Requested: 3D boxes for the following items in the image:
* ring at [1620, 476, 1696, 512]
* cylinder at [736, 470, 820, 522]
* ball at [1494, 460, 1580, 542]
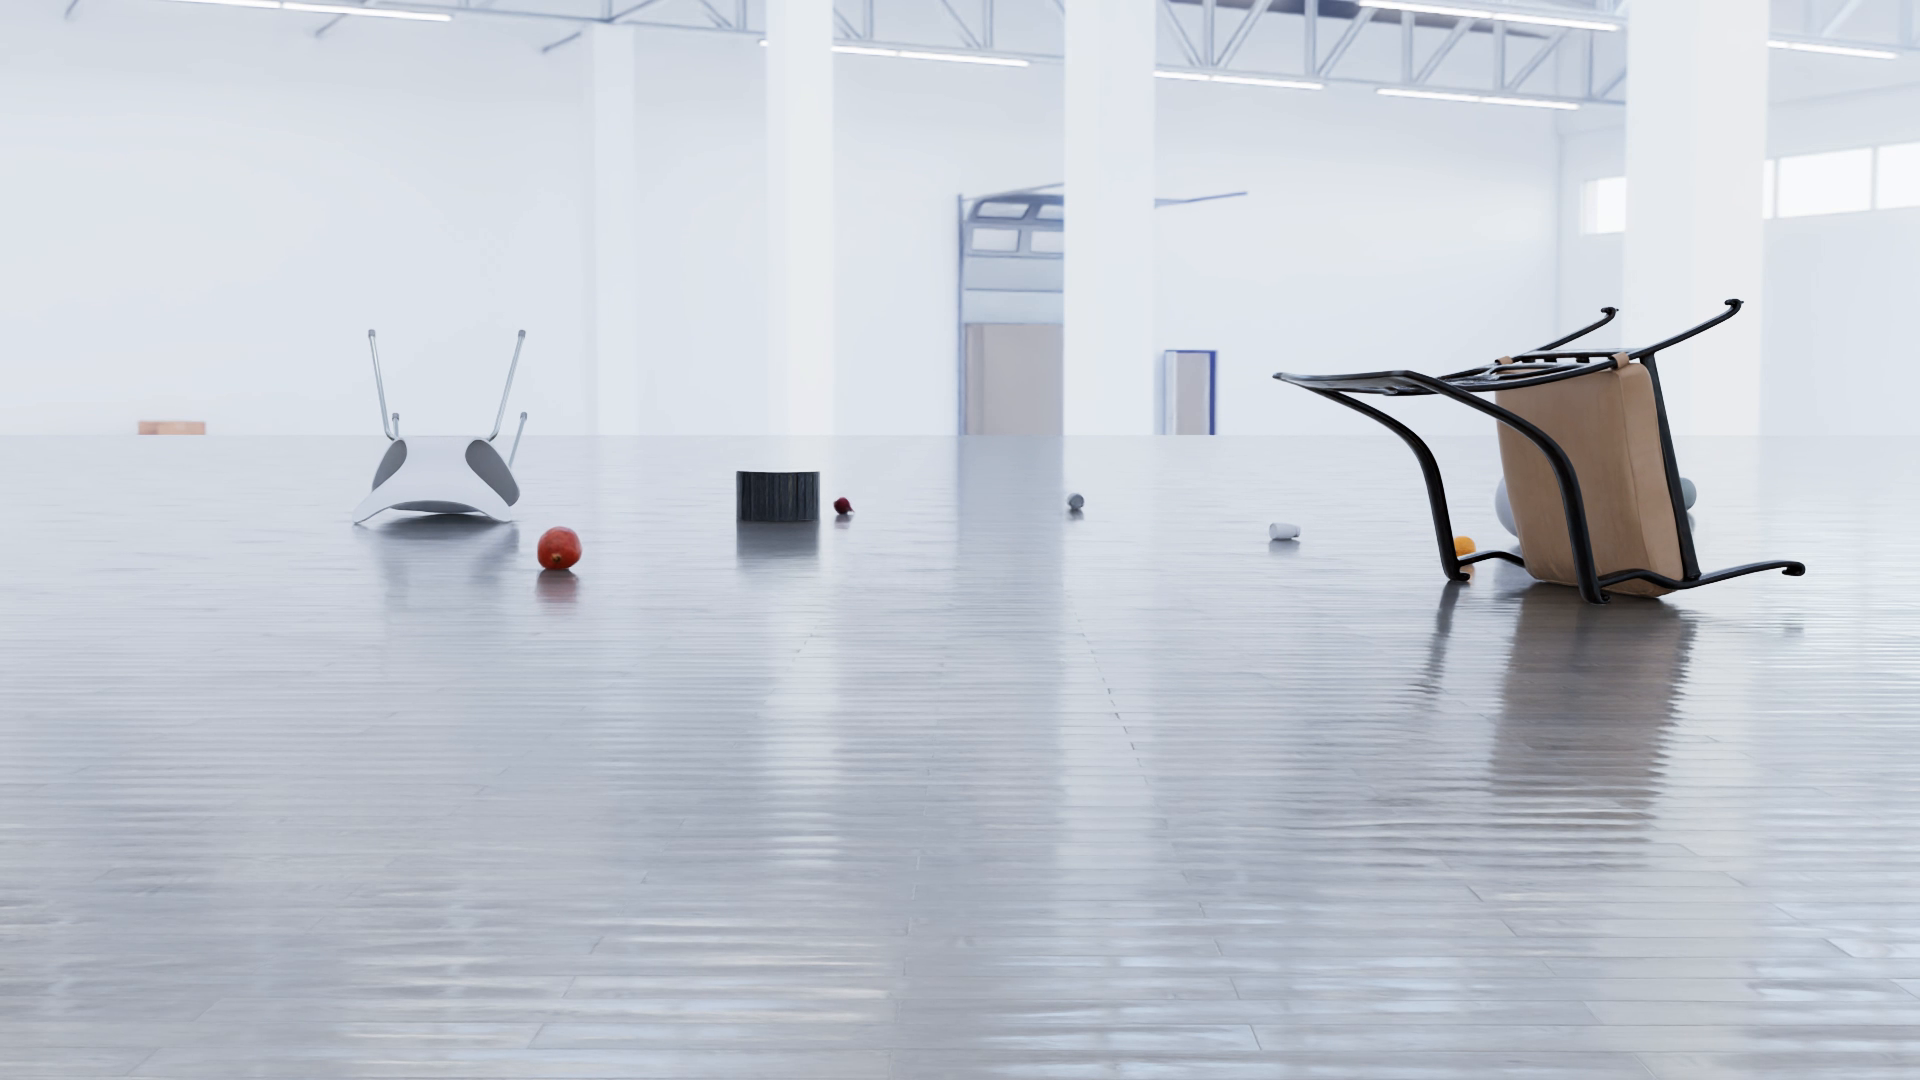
[{"bbox_3d":[2.583,-0.169,8.143,0.275,0.120,0.362,-1,5,11],"label":"ring"},{"bbox_3d":[-0.628,-0.155,7.583,0.313,0.168,0.257,3,5,34],"label":"cylinder"},{"bbox_3d":[1.690,-0.114,6.446,0.241,0.241,0.241,0,4,0],"label":"ball"}]
